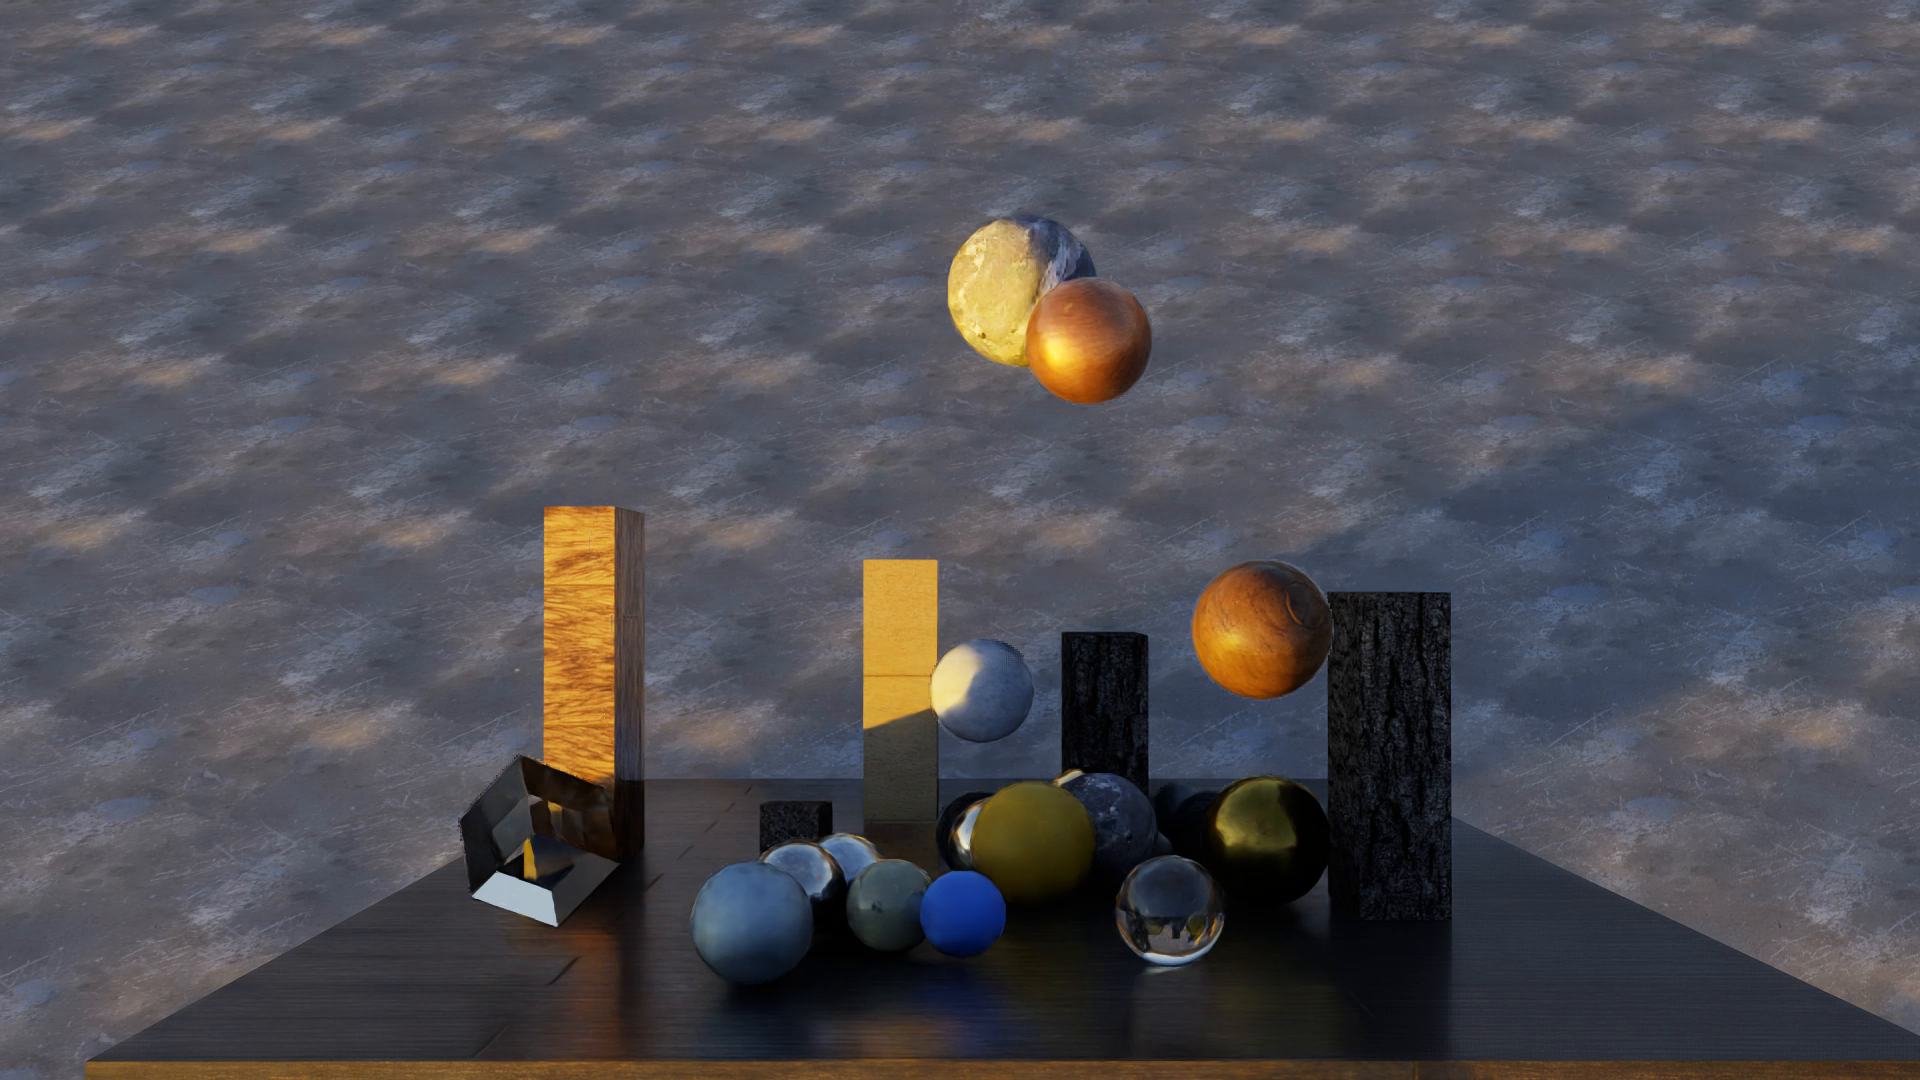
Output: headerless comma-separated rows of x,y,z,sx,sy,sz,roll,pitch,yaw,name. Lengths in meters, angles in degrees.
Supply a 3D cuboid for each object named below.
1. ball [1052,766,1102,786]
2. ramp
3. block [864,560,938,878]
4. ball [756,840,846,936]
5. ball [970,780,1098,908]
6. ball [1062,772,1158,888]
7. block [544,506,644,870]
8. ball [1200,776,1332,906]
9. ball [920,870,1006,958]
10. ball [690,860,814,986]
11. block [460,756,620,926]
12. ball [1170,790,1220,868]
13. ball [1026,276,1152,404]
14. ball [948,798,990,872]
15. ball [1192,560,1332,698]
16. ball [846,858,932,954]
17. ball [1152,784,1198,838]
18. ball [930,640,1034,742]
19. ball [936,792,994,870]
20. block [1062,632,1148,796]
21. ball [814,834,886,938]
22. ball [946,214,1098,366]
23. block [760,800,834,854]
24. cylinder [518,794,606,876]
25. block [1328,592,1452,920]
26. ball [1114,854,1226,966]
0.227,0.488,4.734,0.148,0.148,0.148,0,33,0,ball
0.073,0.637,4.746,2.000,0.100,4.000,0,-1,0,ramp
-0.103,0.311,4.641,0.127,0.548,0.344,0,-1,0,block
-0.225,0.482,3.577,0.137,0.137,0.137,0,33,0,ball
0.115,0.476,4.048,0.199,0.199,0.199,0,33,0,ball
0.234,0.484,4.335,0.191,0.191,0.191,0,33,0,ball
-0.675,0.266,4.818,0.125,0.644,0.443,0,-1,0,block
0.480,0.473,4.076,0.205,0.205,0.205,0,33,0,ball
0.004,0.502,3.483,0.117,0.117,0.117,0,33,0,ball
-0.263,0.484,3.277,0.155,0.155,0.155,0,33,0,ball
-0.615,0.441,3.790,0.152,0.152,0.152,27,28,-36,block
0.439,0.512,4.550,0.143,0.143,0.143,0,33,0,ball
0.140,-0.218,2.830,0.138,0.138,0.138,0,33,0,ball
0.059,0.498,4.223,0.159,0.159,0.159,0,33,0,ball
0.378,0.112,3.251,0.173,0.173,0.173,0,33,0,ball
-0.093,0.502,3.560,0.129,0.129,0.129,0,33,0,ball
0.433,0.538,5.117,0.111,0.111,0.111,0,33,0,ball
0.037,0.253,4.352,0.173,0.173,0.173,0,33,0,ball
0.034,0.507,4.451,0.150,0.150,0.150,0,33,0,ball
0.277,0.386,5.006,0.145,0.411,0.393,0,-1,0,block
-0.170,0.494,3.709,0.149,0.149,0.149,0,33,0,ball
0.073,-0.290,3.017,0.176,0.176,0.176,0,33,0,ball
-0.296,0.532,4.696,0.109,0.109,0.109,0,-1,10,block
-0.693,0.513,4.509,0.130,0.130,0.130,-4,32,-18,cylinder
0.671,0.329,4.075,0.139,0.493,0.332,0,-1,0,block
0.278,0.491,3.436,0.147,0.147,0.147,0,33,0,ball
